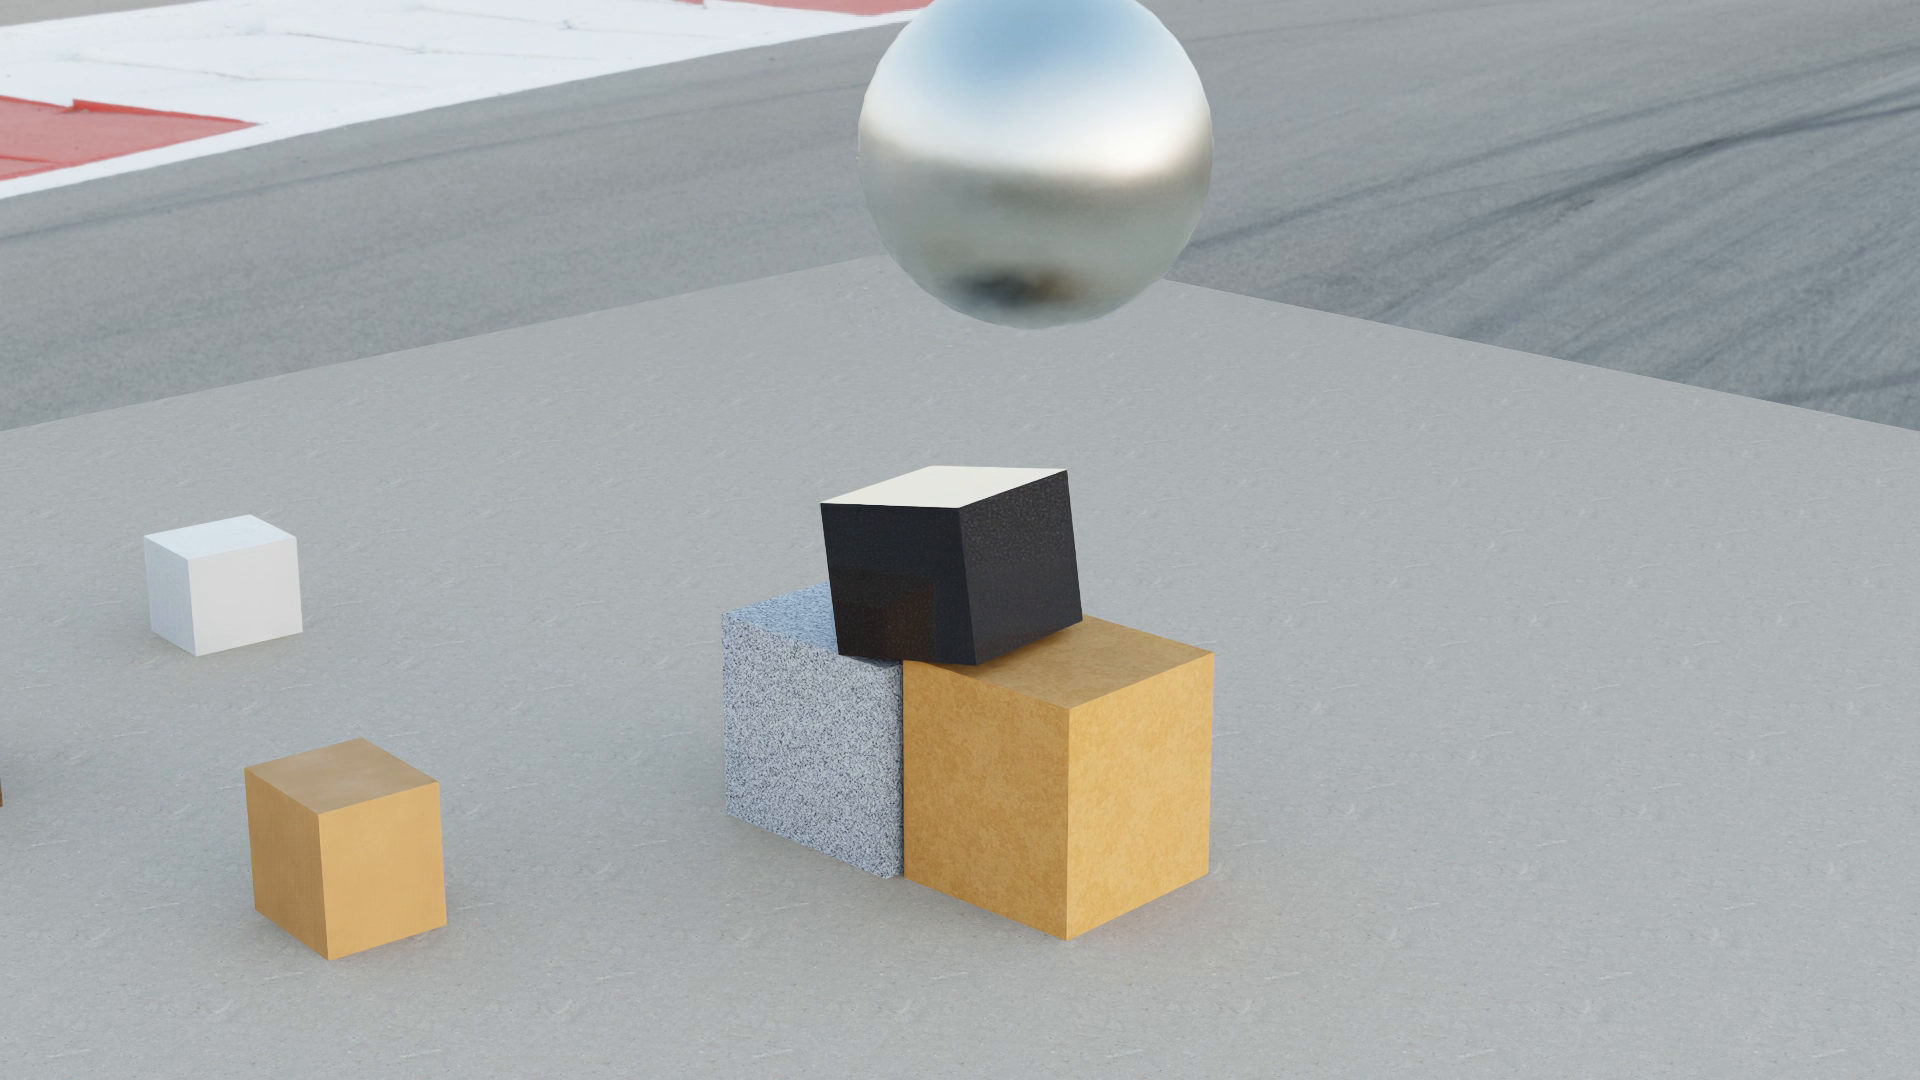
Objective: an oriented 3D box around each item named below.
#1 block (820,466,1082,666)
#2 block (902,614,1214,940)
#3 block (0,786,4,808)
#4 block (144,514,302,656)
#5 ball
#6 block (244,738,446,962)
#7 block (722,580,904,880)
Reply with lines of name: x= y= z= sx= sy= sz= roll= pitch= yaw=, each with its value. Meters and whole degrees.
block: x=-0.033 y=0.101 z=13.246 sx=0.788 sy=0.706 sz=0.807 roll=3 pitch=14 yaw=38
block: x=0.442 y=1.025 z=13.285 sx=0.986 sy=1.079 sz=0.988 roll=16 pitch=23 yaw=41
block: x=-5.194 y=0.881 z=14.183 sx=0.768 sy=0.815 sz=0.803 roll=-13 pitch=22 yaw=-36
block: x=-4.172 y=0.250 z=16.606 sx=0.654 sy=0.566 sz=0.569 roll=-14 pitch=22 yaw=-37
ball: x=0.337 y=-1.746 z=13.146 sx=1.600 sy=1.600 sz=1.600 roll=0 pitch=17 yaw=0
block: x=-2.707 y=1.350 z=12.916 sx=0.579 sy=0.680 sz=0.685 roll=-14 pitch=22 yaw=-37
block: x=-0.359 y=0.836 z=13.987 sx=1.105 sy=1.018 sz=1.065 roll=16 pitch=24 yaw=42
